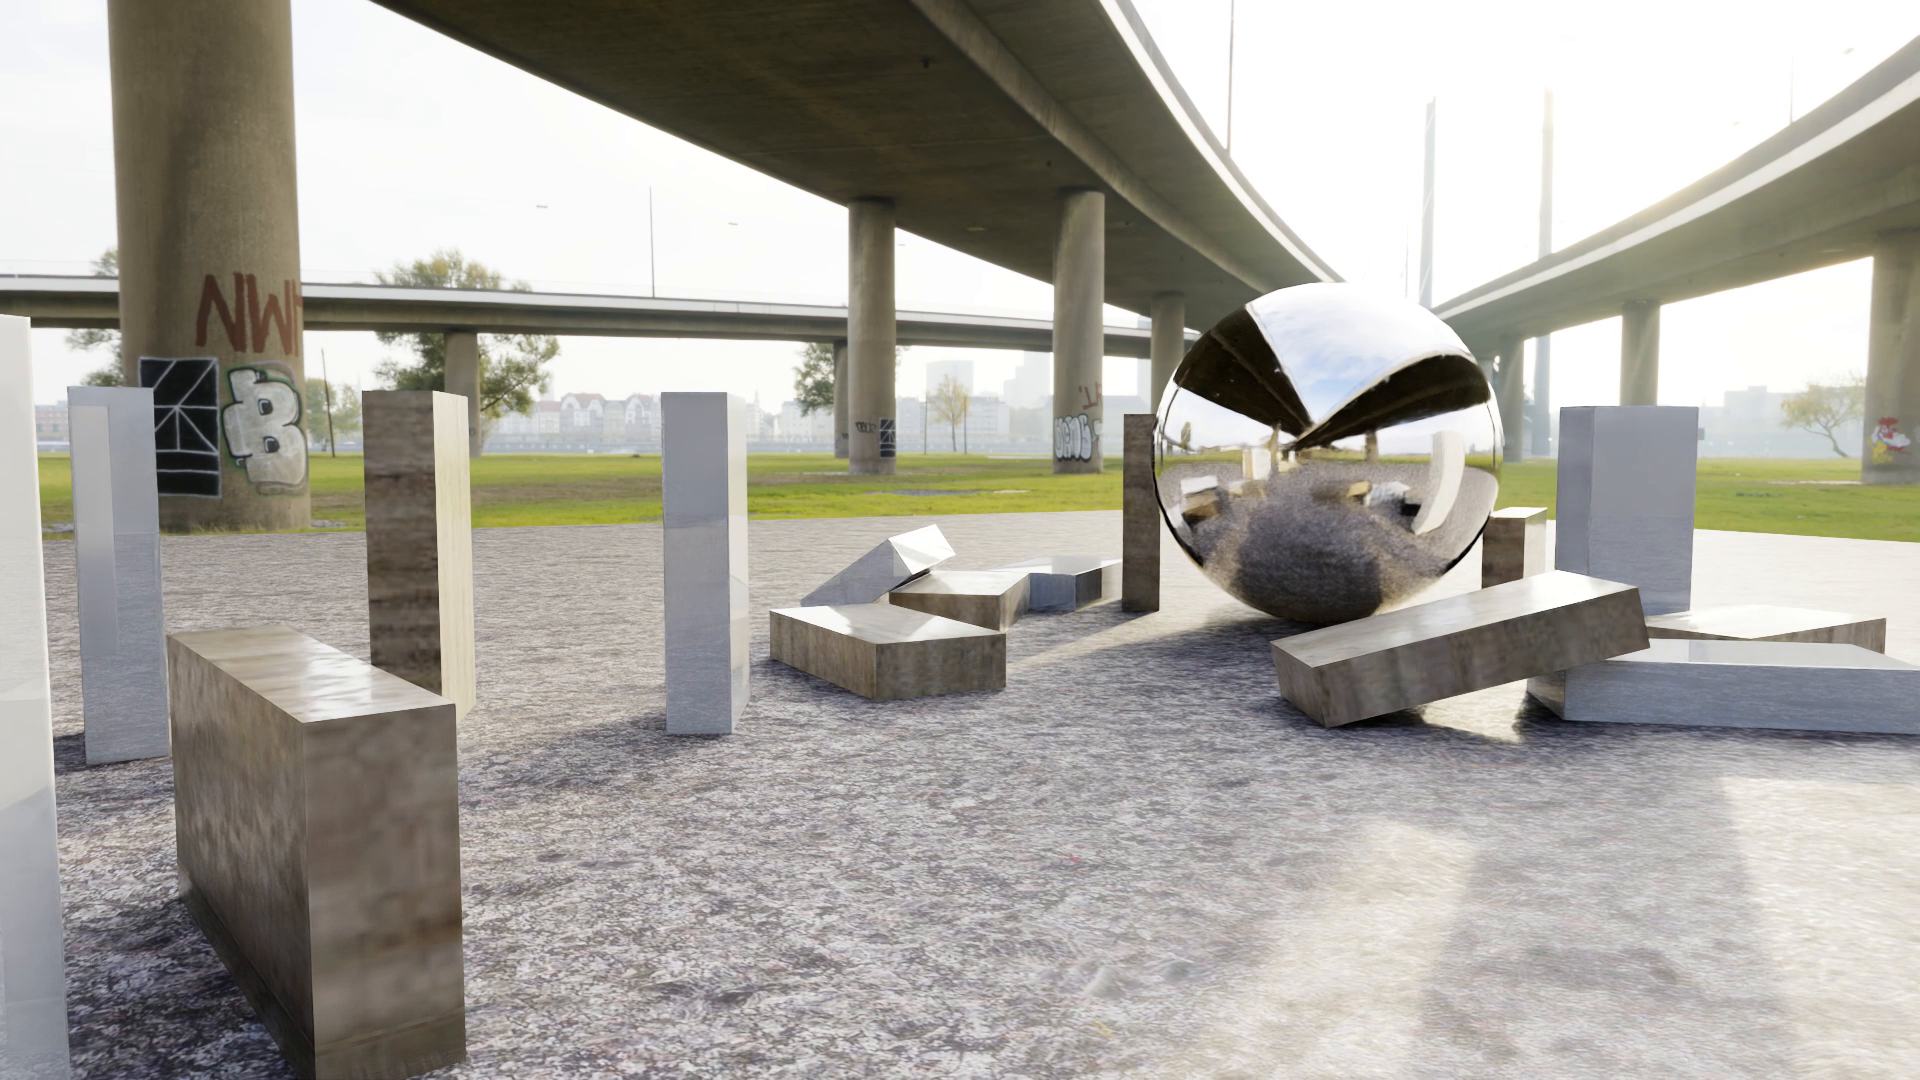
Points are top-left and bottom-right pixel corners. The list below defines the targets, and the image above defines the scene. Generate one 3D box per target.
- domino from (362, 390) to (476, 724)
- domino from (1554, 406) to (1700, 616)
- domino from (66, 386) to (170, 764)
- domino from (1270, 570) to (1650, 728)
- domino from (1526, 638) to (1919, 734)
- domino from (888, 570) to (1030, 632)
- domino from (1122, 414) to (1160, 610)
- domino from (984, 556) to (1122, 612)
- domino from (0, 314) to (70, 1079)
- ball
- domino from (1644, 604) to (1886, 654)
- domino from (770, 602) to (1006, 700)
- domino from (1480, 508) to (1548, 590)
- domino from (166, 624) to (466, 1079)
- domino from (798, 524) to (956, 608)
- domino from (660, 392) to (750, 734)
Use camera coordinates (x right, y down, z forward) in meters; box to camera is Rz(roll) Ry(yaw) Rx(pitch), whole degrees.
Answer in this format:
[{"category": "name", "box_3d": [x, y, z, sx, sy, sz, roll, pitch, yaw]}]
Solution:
[{"category": "domino", "box_3d": [-0.082, 0.003, 0.195, 0.010, 0.050, 0.025, -1, 4, -10]}, {"category": "domino", "box_3d": [0.134, -0.002, 0.259, 0.025, 0.050, 0.009, -1, 4, -15]}, {"category": "domino", "box_3d": [-0.119, 0.004, 0.181, 0.010, 0.050, 0.025, -3, 5, -32]}, {"category": "domino", "box_3d": [0.078, 0.017, 0.204, 0.050, 0.010, 0.025, -14, 4, 0]}, {"category": "domino", "box_3d": [0.120, 0.022, 0.205, 0.050, 0.010, 0.025, 1, 4, 11]}, {"category": "domino", "box_3d": [0.001, 0.015, 0.308, 0.025, 0.010, 0.050, 1, 4, 11]}, {"category": "domino", "box_3d": [0.048, -0.008, 0.338, 0.009, 0.050, 0.025, 1, 4, 7]}, {"category": "domino", "box_3d": [0.028, 0.011, 0.353, 0.025, 0.010, 0.050, 2, 5, 24]}, {"category": "domino", "box_3d": [-0.063, 0.012, 0.067, 0.010, 0.050, 0.025, 1, 4, 15]}, {"category": "ball", "box_3d": [0.086, -0.020, 0.304, 0.080, 0.080, 0.080, 0, 4, 0]}, {"category": "domino", "box_3d": [0.149, 0.020, 0.242, 0.050, 0.010, 0.025, -3, 5, -32]}, {"category": "domino", "box_3d": [-0.015, 0.020, 0.240, 0.025, 0.009, 0.050, -2, 5, -29]}, {"category": "domino", "box_3d": [0.143, 0.005, 0.331, 0.010, 0.025, 0.050, 2, 5, 30]}, {"category": "domino", "box_3d": [-0.054, 0.022, 0.104, 0.010, 0.025, 0.050, -4, 6, -40]}, {"category": "domino", "box_3d": [-0.018, 0.009, 0.305, 0.025, 0.009, 0.050, -35, -3, 11]}, {"category": "domino", "box_3d": [-0.039, 0.003, 0.199, 0.010, 0.050, 0.025, 0, 4, -3]}]
